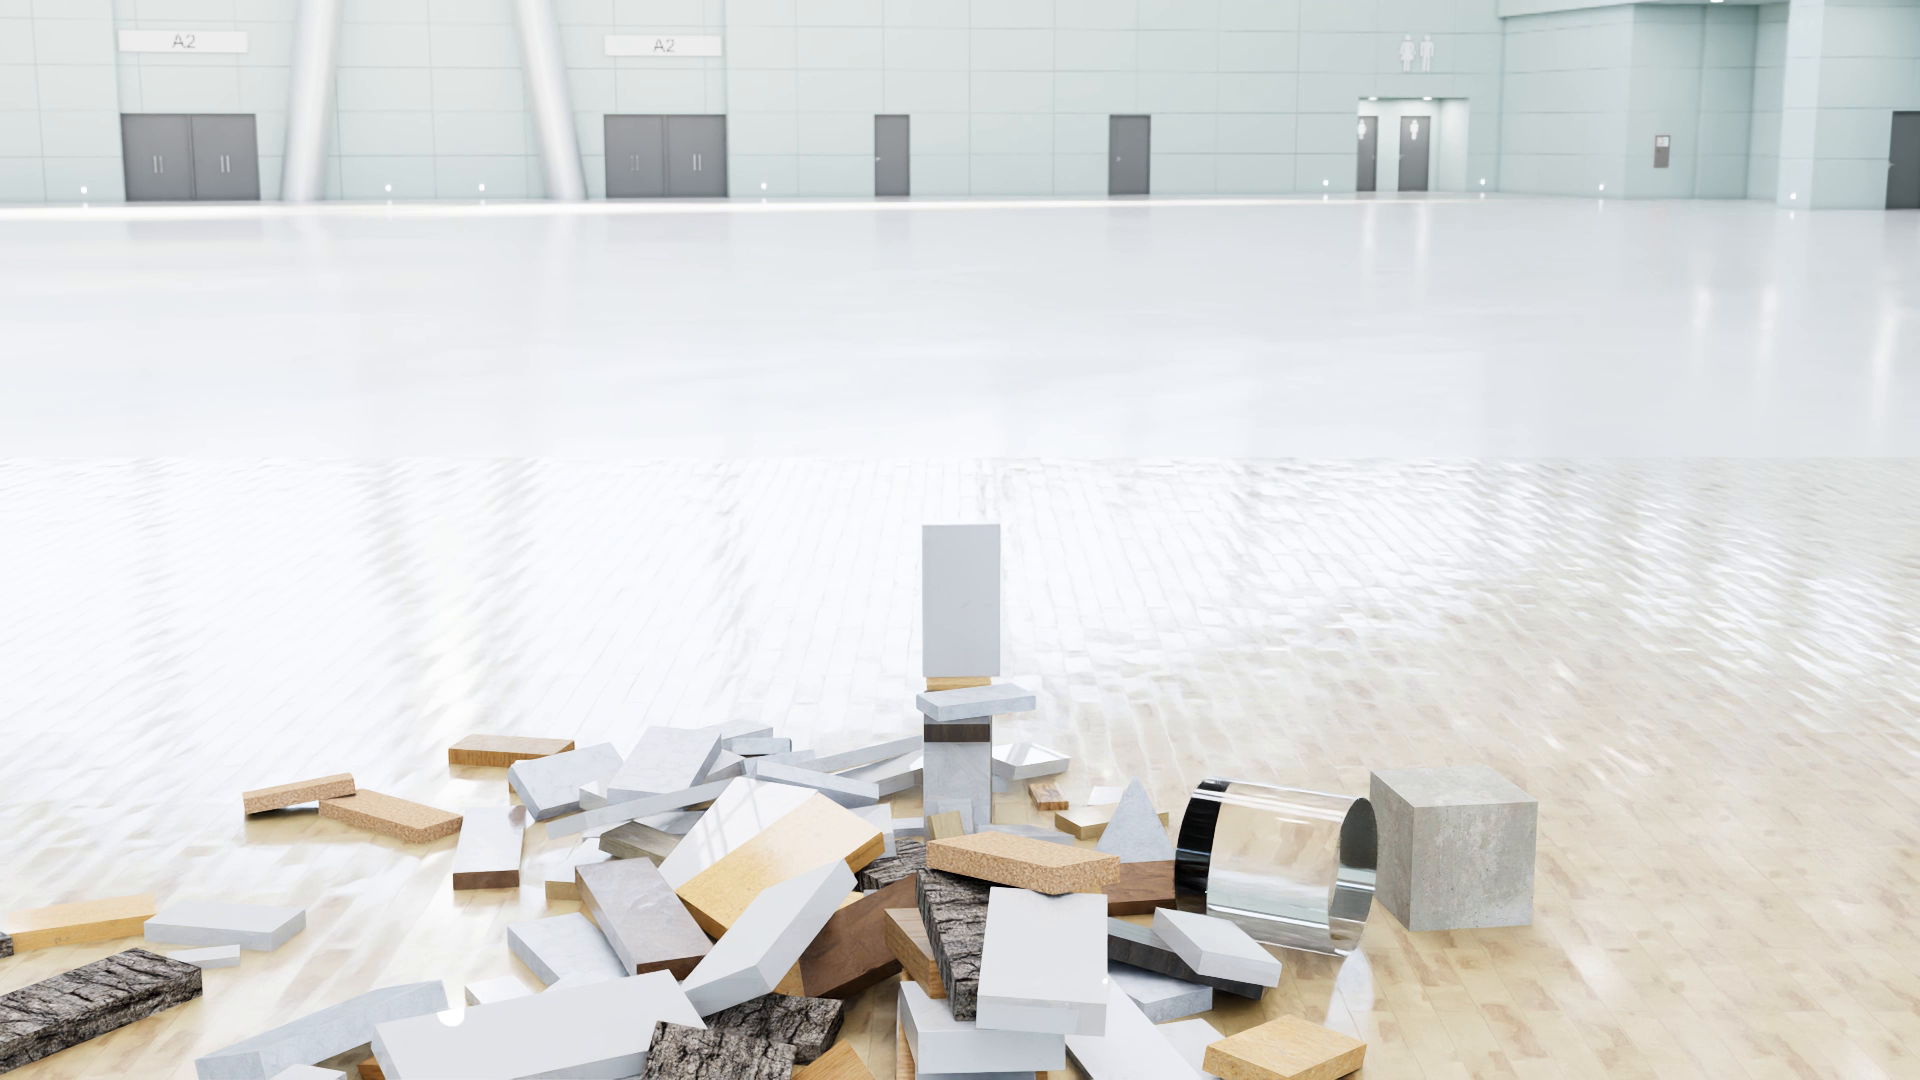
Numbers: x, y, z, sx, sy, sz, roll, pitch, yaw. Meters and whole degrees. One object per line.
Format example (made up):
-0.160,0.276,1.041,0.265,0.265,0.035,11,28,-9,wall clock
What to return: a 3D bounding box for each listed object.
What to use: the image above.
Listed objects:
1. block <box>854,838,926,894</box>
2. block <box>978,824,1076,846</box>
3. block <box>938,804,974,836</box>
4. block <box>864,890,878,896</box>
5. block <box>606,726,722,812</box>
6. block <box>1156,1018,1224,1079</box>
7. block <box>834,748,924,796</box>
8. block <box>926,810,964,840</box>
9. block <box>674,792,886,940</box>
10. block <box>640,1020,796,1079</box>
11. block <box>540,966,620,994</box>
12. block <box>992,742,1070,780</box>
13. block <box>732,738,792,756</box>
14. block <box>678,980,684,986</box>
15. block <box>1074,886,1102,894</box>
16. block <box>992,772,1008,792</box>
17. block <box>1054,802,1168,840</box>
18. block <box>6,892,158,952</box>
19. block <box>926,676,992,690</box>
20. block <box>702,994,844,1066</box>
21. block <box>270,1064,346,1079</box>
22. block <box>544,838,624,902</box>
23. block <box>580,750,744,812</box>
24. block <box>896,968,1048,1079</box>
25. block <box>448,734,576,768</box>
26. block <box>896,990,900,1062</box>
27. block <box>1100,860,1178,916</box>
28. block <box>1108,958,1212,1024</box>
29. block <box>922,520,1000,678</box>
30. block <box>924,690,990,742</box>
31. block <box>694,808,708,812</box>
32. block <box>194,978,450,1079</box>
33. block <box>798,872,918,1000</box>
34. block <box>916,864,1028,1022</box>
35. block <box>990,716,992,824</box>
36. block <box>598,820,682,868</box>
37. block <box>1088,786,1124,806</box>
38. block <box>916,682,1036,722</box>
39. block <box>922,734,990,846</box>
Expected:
-0.100,0.541,3.595,0.141,0.040,0.282,-9,5,-20,block
0.115,0.516,3.813,0.094,0.027,0.197,9,-2,28,block
-0.005,0.511,3.779,0.056,0.112,0.016,-3,-6,-2,block
-0.009,0.528,3.223,0.240,0.034,0.120,-6,-10,33,block
-0.550,0.428,4.112,0.142,0.040,0.284,5,19,7,block
0.324,0.707,2.954,0.112,0.032,0.224,-4,11,-20,block
-0.137,0.454,4.228,0.221,0.031,0.111,-14,12,-29,block
-0.017,0.521,3.744,0.056,0.112,0.016,-6,-13,-31,block
-0.286,0.529,3.516,0.310,0.044,0.155,-32,41,-34,block
-0.314,0.688,2.862,0.187,0.027,0.094,10,41,0,block
-0.553,0.676,2.982,0.146,0.041,0.292,6,20,30,block
0.120,0.433,4.313,0.101,0.029,0.202,18,10,33,block
-0.390,0.412,4.358,0.111,0.031,0.221,-1,-7,-3,block
-0.436,0.627,3.226,0.075,0.021,0.150,0,11,-1,block
0.079,0.532,3.322,0.239,0.034,0.120,-7,-1,35,block
0.022,0.451,4.333,0.111,0.031,0.221,-1,11,-7,block
0.278,0.511,4.024,0.187,0.027,0.094,-6,12,-27,block
-1.394,0.607,3.494,0.218,0.031,0.109,-5,12,-24,block
-0.003,0.256,4.086,0.118,0.033,0.236,0,11,-1,block
-0.292,0.677,3.063,0.237,0.034,0.118,2,20,12,block
-0.852,0.705,2.765,0.078,0.022,0.157,4,11,20,block
-0.613,0.560,3.742,0.113,0.032,0.226,2,11,9,block
-0.559,0.457,4.150,0.142,0.040,0.301,16,23,33,block
0.014,0.630,2.680,0.178,0.050,0.356,0,17,0,block
-0.907,0.429,4.451,0.226,0.032,0.113,2,11,12,block
0.005,0.659,2.953,0.178,0.050,0.356,0,-2,-1,block
0.321,0.570,3.614,0.202,0.029,0.101,-2,29,-10,block
0.239,0.646,3.275,0.120,0.034,0.291,-6,12,-30,block
0.002,0.107,4.014,0.142,0.284,0.040,-1,11,-3,block
-0.007,0.308,3.857,0.113,0.032,0.227,0,11,-1,block
-0.428,0.496,4.055,0.149,0.021,0.074,-10,-4,-44,block
-0.863,0.671,2.989,0.151,0.043,0.302,-16,-1,37,block
-0.117,0.564,3.128,0.240,0.034,0.120,-28,45,13,block
0.050,0.470,2.609,0.161,0.046,0.322,0,16,-9,block
0.000,0.402,4.035,0.118,0.236,0.033,0,11,-1,block
-0.506,0.534,3.761,0.200,0.028,0.100,15,13,22,block
0.276,0.491,4.155,0.058,0.017,0.117,2,11,9,block
0.028,0.282,3.835,0.187,0.027,0.094,-5,12,-25,block
-0.007,0.449,3.808,0.113,0.227,0.032,0,11,-2,block
